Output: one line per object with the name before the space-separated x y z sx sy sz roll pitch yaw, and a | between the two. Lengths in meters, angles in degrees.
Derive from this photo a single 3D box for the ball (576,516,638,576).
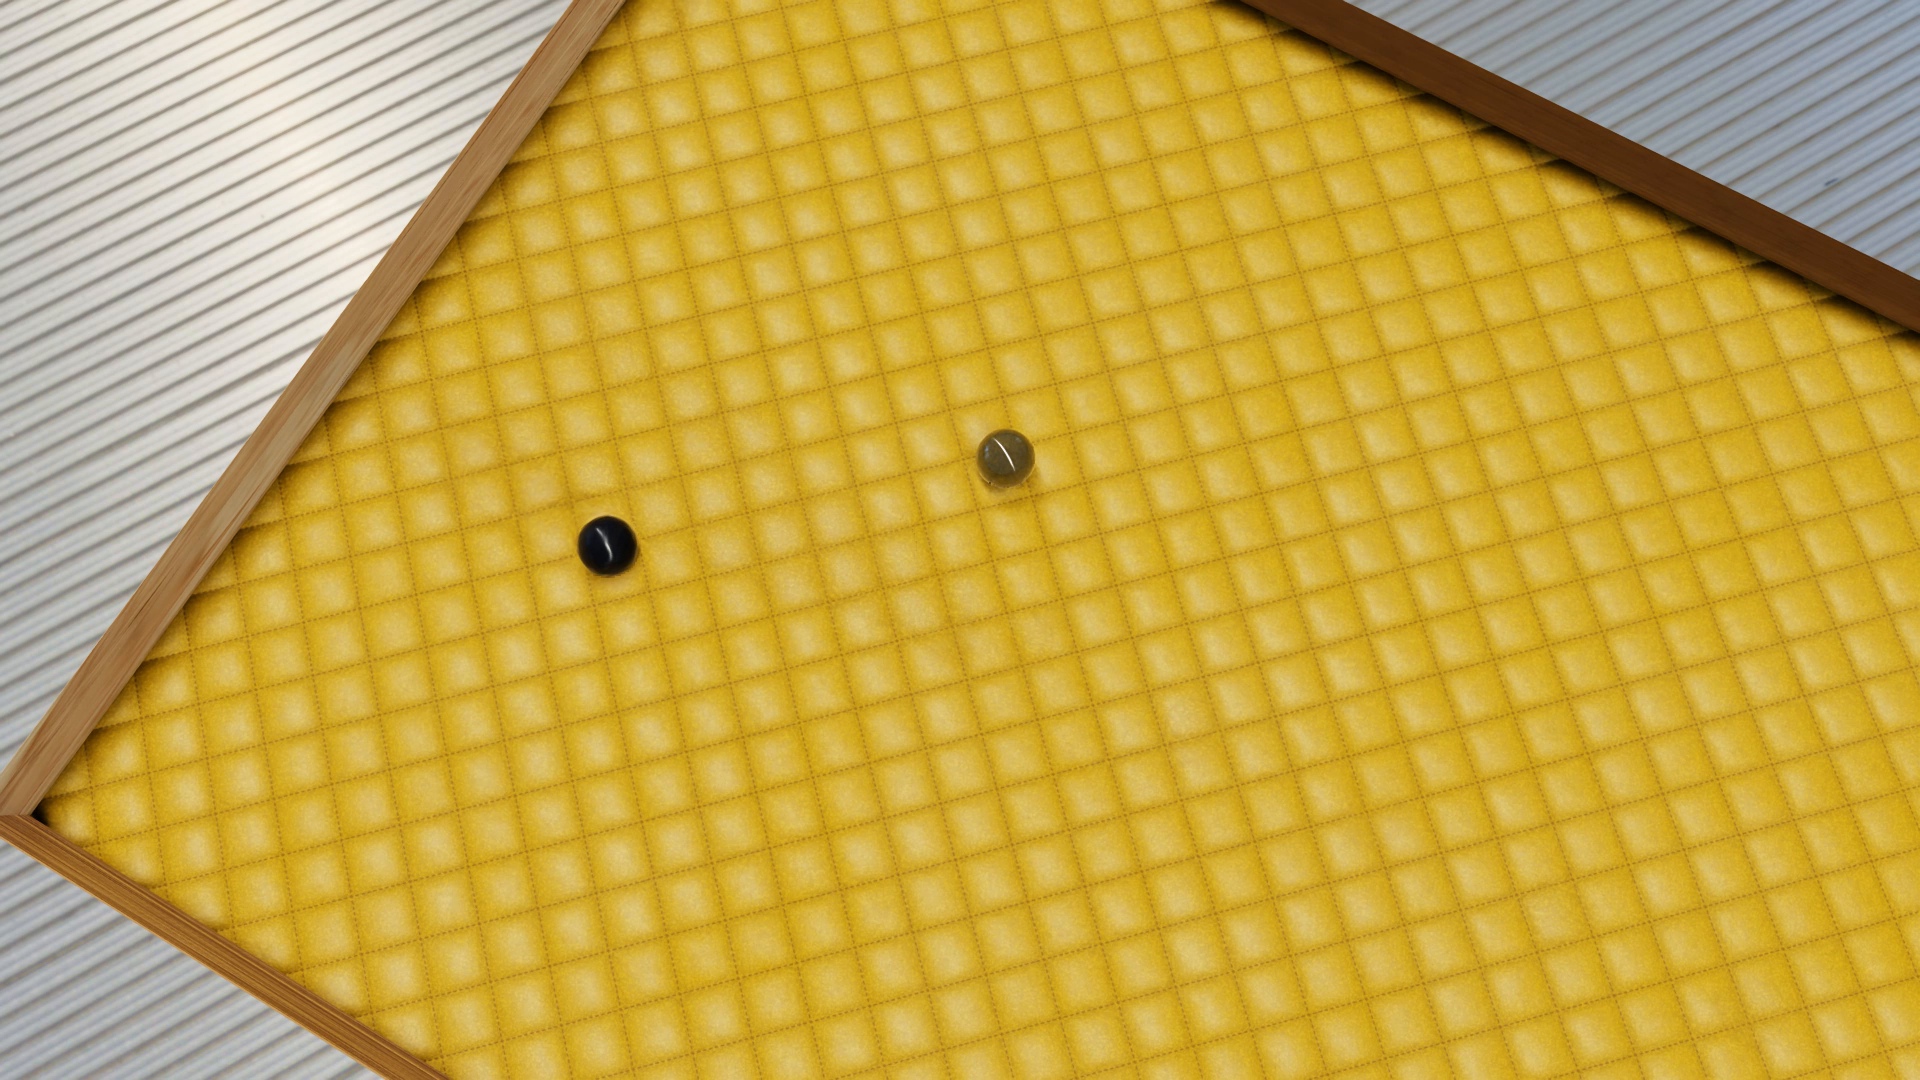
ball | -0.547 0.009 3.409 0.094 0.094 0.094 0 71 0

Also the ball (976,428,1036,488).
ball | 0.072 -0.128 3.456 0.095 0.095 0.095 0 71 0

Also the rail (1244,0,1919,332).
rail | 1.428 -0.414 3.539 4.071 0.123 0.045 29 73 10

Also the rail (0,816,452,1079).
rail | 0.331 1.369 2.918 4.071 0.123 0.045 29 73 10

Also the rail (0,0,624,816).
rail | -0.859 -0.477 3.561 0.045 0.123 2.231 29 73 10
